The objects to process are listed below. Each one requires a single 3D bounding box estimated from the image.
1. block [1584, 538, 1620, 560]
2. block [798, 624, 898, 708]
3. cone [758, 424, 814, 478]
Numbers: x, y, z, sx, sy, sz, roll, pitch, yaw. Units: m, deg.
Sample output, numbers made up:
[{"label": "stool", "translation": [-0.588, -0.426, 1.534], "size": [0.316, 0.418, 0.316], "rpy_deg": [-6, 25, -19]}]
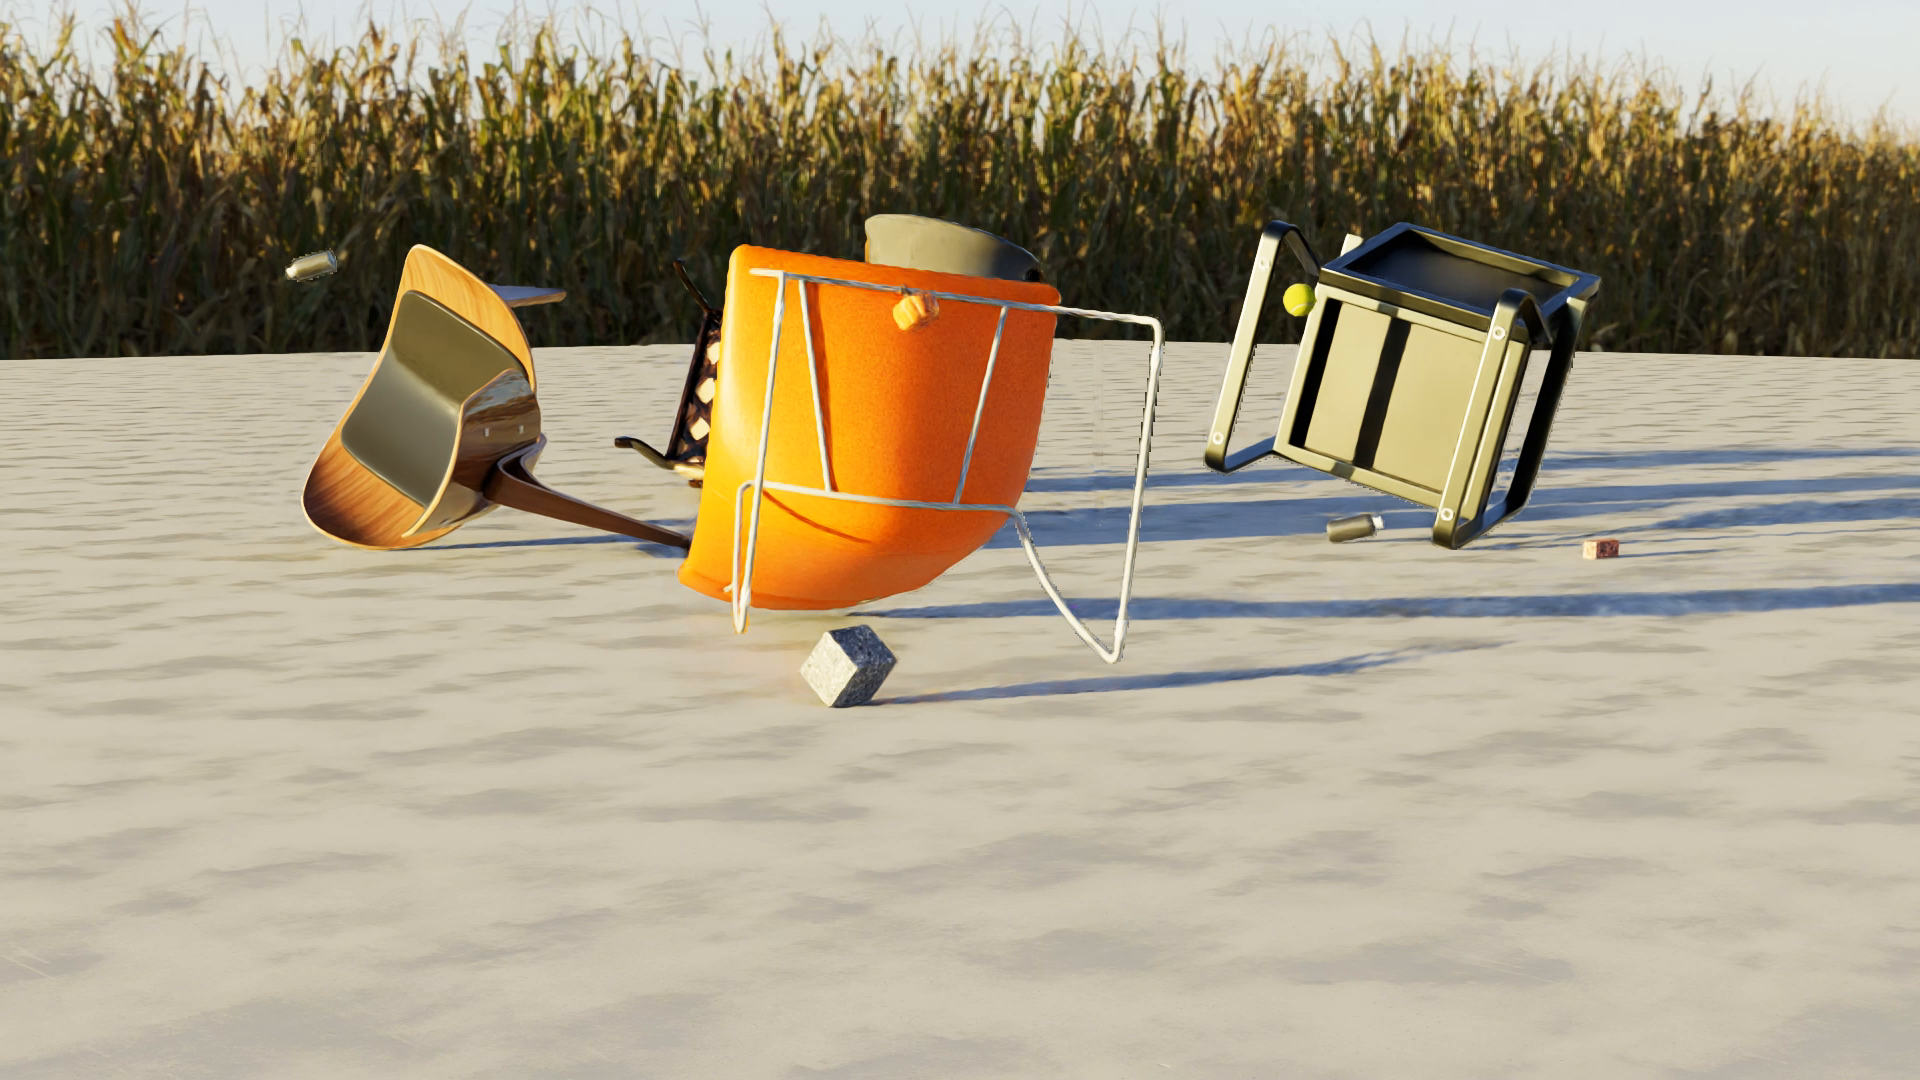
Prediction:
[{"label": "block", "translation": [1.503, 0.021, 6.010], "size": [0.091, 0.041, 0.034], "rpy_deg": [-5, 8, -41]}, {"label": "block", "translation": [-0.171, 0.194, 3.951], "size": [0.098, 0.088, 0.080], "rpy_deg": [-7, 50, -52]}, {"label": "cone", "translation": [-0.614, -0.318, 8.380], "size": [0.215, 0.171, 0.133], "rpy_deg": [-16, 38, 23]}]
